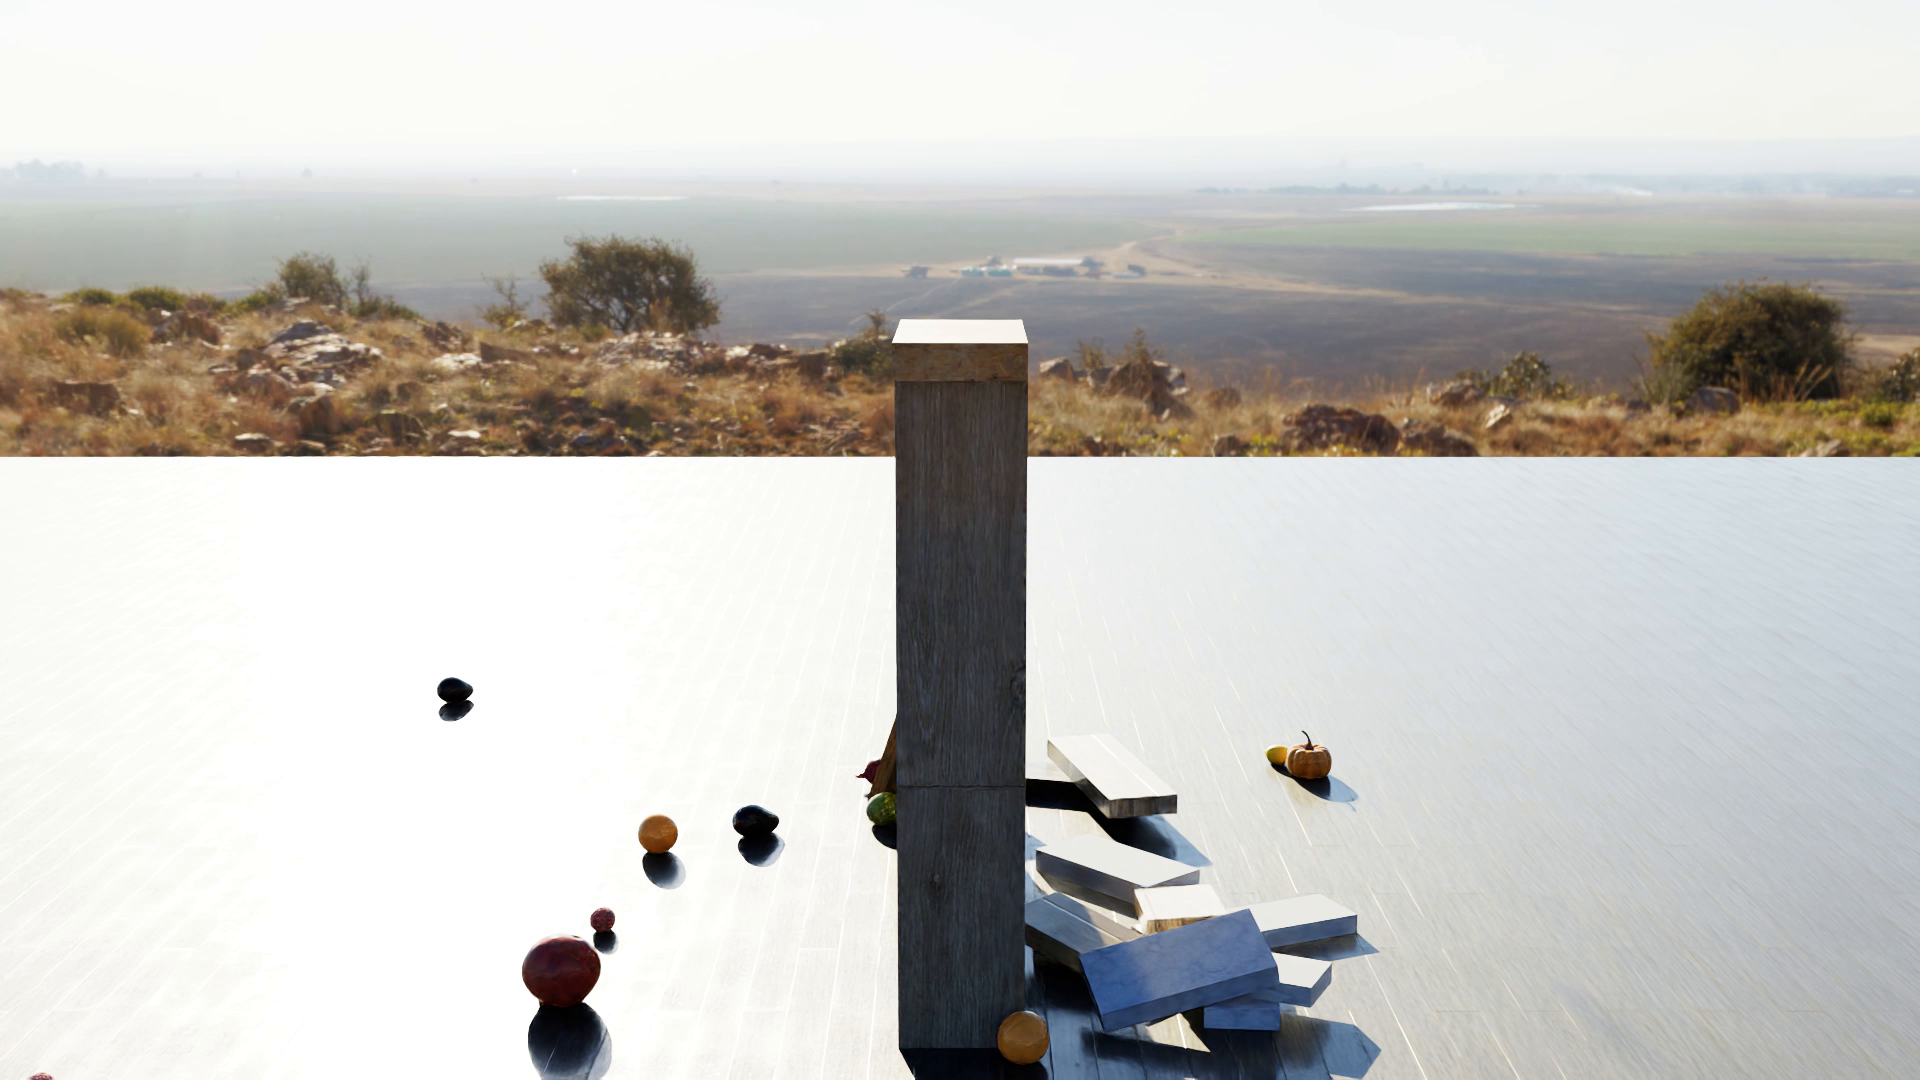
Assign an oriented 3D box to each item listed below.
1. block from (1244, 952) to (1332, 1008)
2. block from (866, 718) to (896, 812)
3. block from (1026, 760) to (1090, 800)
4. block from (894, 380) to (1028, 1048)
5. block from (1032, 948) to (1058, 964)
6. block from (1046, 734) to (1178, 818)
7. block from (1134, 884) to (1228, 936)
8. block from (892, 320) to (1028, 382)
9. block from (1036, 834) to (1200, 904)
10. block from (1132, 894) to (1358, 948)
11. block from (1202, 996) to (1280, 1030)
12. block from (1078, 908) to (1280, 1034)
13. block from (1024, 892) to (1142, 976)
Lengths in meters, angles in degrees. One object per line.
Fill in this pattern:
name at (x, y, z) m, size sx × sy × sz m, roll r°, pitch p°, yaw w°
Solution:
block at (0.423, 0.631, 3.202) m, size 0.213 × 0.030 × 0.107 m, roll 5°, pitch 12°, yaw 25°
block at (-0.075, 0.339, 4.032) m, size 0.112 × 0.387 × 0.032 m, roll -21°, pitch 53°, yaw -39°
block at (0.222, 0.466, 4.248) m, size 0.224 × 0.032 × 0.112 m, roll 3°, pitch 11°, yaw 17°
block at (0.001, 0.242, 2.990) m, size 0.175 × 0.933 × 0.050 m, roll 0°, pitch 11°, yaw -1°
block at (0.175, 0.634, 3.385) m, size 0.125 × 0.018 × 0.063 m, roll 0°, pitch 11°, yaw 0°
block at (0.283, 0.445, 4.177) m, size 0.130 × 0.037 × 0.418 m, roll -2°, pitch 11°, yaw -13°
block at (0.343, 0.580, 3.423) m, size 0.122 × 0.035 × 0.245 m, roll -4°, pitch 1°, yaw 0°
block at (0.001, -0.262, 3.013) m, size 0.175 × 0.050 × 0.350 m, roll 0°, pitch 11°, yaw 0°
block at (0.266, 0.559, 3.734) m, size 0.130 × 0.037 × 0.260 m, roll -9°, pitch 14°, yaw -41°
block at (0.449, 0.613, 3.464) m, size 0.350 × 0.030 × 0.107 m, roll -5°, pitch 12°, yaw -24°
block at (0.408, 0.659, 3.216) m, size 0.107 × 0.030 × 0.213 m, roll 1°, pitch 11°, yaw 5°
block at (0.313, 0.617, 3.158) m, size 0.260 × 0.037 × 0.130 m, roll -14°, pitch 31°, yaw -5°
block at (0.197, 0.612, 3.338) m, size 0.245 × 0.035 × 0.122 m, roll 22°, pitch 23°, yaw 39°
